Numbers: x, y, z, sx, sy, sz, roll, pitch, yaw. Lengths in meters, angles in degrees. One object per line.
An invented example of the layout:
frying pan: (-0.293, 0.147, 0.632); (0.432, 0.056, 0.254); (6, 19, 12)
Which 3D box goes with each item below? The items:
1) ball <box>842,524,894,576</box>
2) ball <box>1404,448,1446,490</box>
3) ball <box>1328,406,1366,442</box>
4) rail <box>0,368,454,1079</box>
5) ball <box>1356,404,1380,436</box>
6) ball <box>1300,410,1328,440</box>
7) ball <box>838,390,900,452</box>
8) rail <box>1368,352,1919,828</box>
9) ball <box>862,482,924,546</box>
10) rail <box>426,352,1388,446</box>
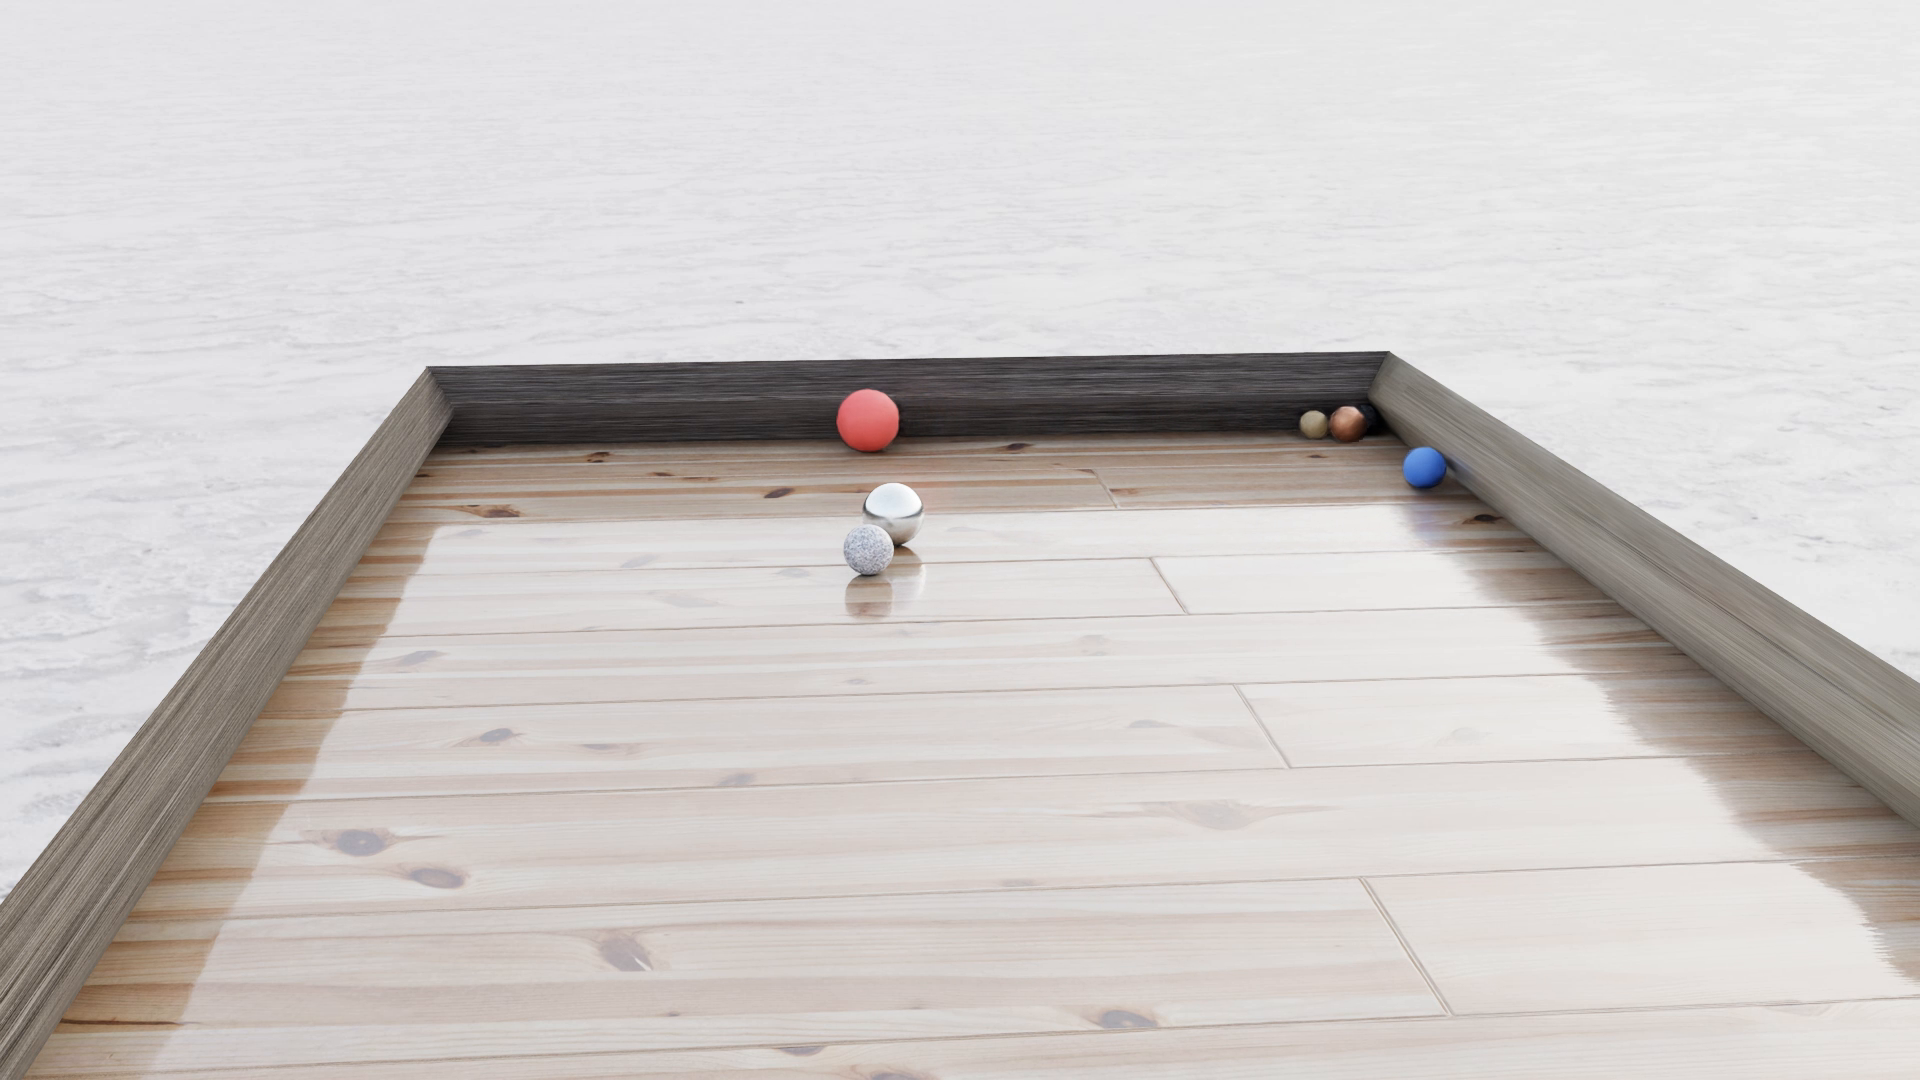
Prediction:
ball: (-0.113, 0.012, 2.702); (0.062, 0.062, 0.062); (0, 15, 0)
ball: (0.664, -0.102, 3.136); (0.059, 0.059, 0.059); (0, 15, 0)
ball: (0.606, -0.182, 3.438); (0.057, 0.057, 0.057); (0, 15, 0)
rail: (-0.664, 0.177, 1.960); (0.045, 0.124, 2.997); (-1, 15, -5)
ball: (0.642, -0.190, 3.489); (0.048, 0.048, 0.048); (0, 15, 0)
ball: (0.556, -0.181, 3.459); (0.046, 0.046, 0.046); (0, 15, 0)
ball: (-0.140, -0.183, 3.370); (0.096, 0.096, 0.096); (0, 15, 0)
rail: (0.798, 0.143, 2.088); (0.045, 0.124, 2.997); (-1, 15, -5)
ball: (-0.086, -0.033, 2.834); (0.081, 0.081, 0.081); (0, 15, 0)
rail: (-0.065, -0.219, 3.443); (1.515, 0.124, 0.045); (-1, 15, -5)
